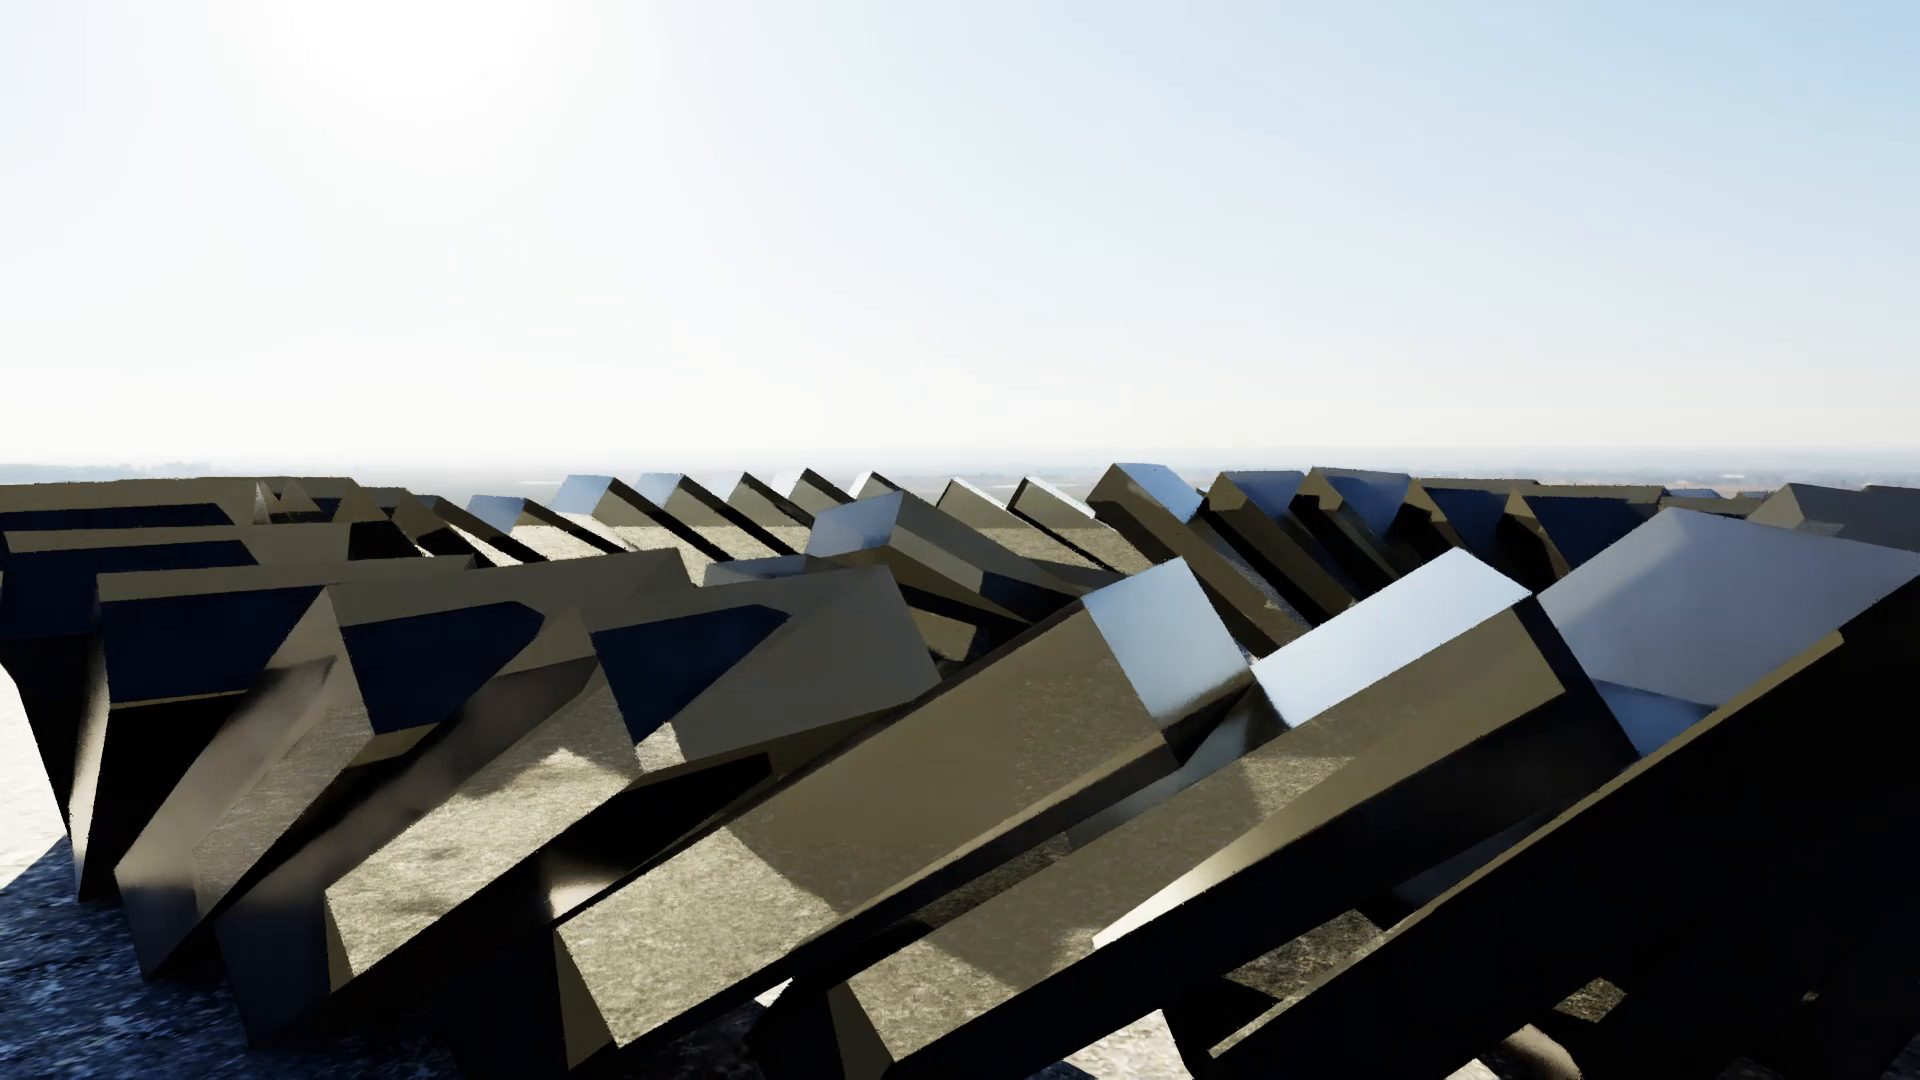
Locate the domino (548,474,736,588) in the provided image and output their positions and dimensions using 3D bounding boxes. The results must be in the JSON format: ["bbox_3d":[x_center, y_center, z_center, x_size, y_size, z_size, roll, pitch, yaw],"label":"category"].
[{"bbox_3d":[-0.065,0.003,0.287,0.050,0.009,0.025,38,-19,-33],"label":"domino"}]

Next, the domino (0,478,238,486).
[{"bbox_3d":[-0.093,0.011,0.156,0.025,0.010,0.050,-2,-33,-8],"label":"domino"}]

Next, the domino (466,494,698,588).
[{"bbox_3d":[-0.078,0.006,0.272,0.025,0.009,0.050,4,-22,46],"label":"domino"}]

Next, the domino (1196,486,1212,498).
[{"bbox_3d":[0.083,0.002,0.328,0.050,0.009,0.025,31,15,18],"label":"domino"}]

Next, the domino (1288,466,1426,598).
[{"bbox_3d":[0.083,0.006,0.225,0.025,0.009,0.050,2,38,-30],"label":"domino"}]

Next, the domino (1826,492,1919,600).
[{"bbox_3d":[0.189,0.009,0.233,0.025,0.009,0.050,-1,34,-15],"label":"domino"}]

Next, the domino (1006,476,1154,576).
[{"bbox_3d":[0.037,0.000,0.335,0.050,0.009,0.025,32,8,7],"label":"domino"}]

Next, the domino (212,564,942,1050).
[{"bbox_3d":[-0.027,0.019,0.088,0.050,0.009,0.025,-35,-17,33],"label":"domino"}]

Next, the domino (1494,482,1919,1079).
[{"bbox_3d":[0.054,0.016,0.091,0.050,0.010,0.025,-38,17,-8],"label":"domino"}]

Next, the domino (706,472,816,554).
[{"bbox_3d":[-0.038,0.001,0.310,0.050,0.009,0.025,35,-13,-24],"label":"domino"}]

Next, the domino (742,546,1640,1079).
[{"bbox_3d":[0.013,0.019,0.081,0.050,0.009,0.025,-33,-3,14],"label":"domino"}]

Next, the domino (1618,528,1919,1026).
[{"bbox_3d":[0.082,0.017,0.109,0.050,0.010,0.025,-37,21,-24],"label":"domino"}]

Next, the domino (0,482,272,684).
[{"bbox_3d":[-0.086,0.013,0.140,0.025,0.009,0.050,-2,-34,-18],"label":"domino"}]

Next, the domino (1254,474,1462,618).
[{"bbox_3d":[0.100,0.001,0.322,0.050,0.009,0.025,34,16,19],"label":"domino"}]

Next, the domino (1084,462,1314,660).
[{"bbox_3d":[0.049,0.005,0.241,0.050,0.009,0.025,44,22,22],"label":"domino"}]

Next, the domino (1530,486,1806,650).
[{"bbox_3d":[0.157,0.005,0.287,0.025,0.009,0.050,-3,34,-31],"label":"domino"}]

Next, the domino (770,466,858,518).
[{"bbox_3d":[-0.024,0.000,0.318,0.050,0.009,0.025,34,-13,-20],"label":"domino"}]

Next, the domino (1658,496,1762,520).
[{"bbox_3d":[0.108,0.013,0.168,0.025,0.009,0.050,3,36,19],"label":"domino"}]

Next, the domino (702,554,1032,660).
[{"bbox_3d":[-0.013,0.014,0.203,0.050,0.009,0.025,20,-18,-42],"label":"domino"}]

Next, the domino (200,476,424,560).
[{"bbox_3d":[-0.098,0.008,0.207,0.025,0.009,0.050,1,-33,11],"label":"domino"}]

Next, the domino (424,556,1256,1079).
[{"bbox_3d":[-0.007,0.019,0.082,0.050,0.009,0.025,-33,-8,20],"label":"domino"}]

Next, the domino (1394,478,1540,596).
[{"bbox_3d":[0.095,0.009,0.208,0.025,0.009,0.050,0,39,-16],"label":"domino"}]

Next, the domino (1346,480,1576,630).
[{"bbox_3d":[0.122,0.002,0.314,0.050,0.009,0.025,38,25,30],"label":"domino"}]

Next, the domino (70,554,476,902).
[{"bbox_3d":[-0.060,0.017,0.111,0.025,0.009,0.050,-3,-25,-38],"label":"domino"}]

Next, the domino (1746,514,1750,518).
[{"bbox_3d":[0.103,0.015,0.146,0.025,0.010,0.050,3,35,33],"label":"domino"}]

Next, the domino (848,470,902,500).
[{"bbox_3d":[-0.005,0.000,0.328,0.050,0.010,0.025,32,-5,-11],"label":"domino"}]

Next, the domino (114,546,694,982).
[{"bbox_3d":[-0.043,0.018,0.097,0.025,0.009,0.050,-8,-23,-49],"label":"domino"}]

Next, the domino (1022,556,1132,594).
[{"bbox_3d":[0.017,0.012,0.248,0.050,0.009,0.025,9,-14,18],"label":"domino"}]

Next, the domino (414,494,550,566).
[{"bbox_3d":[-0.091,0.007,0.253,0.025,0.009,0.050,3,-25,38],"label":"domino"}]

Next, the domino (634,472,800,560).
[{"bbox_3d":[-0.051,0.002,0.298,0.050,0.009,0.025,37,-17,-30],"label":"domino"}]

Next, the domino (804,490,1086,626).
[{"bbox_3d":[0.001,0.008,0.219,0.050,0.009,0.025,30,-24,-32],"label":"domino"}]

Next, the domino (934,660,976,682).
[{"bbox_3d":[-0.002,0.025,0.171,0.025,0.009,0.050,0,4,3],"label":"domino"}]

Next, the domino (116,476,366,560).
[{"bbox_3d":[-0.099,0.009,0.190,0.025,0.009,0.050,-1,-33,7],"label":"domino"}]

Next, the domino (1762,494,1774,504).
[{"bbox_3d":[0.094,0.014,0.130,0.025,0.009,0.050,5,41,35],"label":"domino"}]

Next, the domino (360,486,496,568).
[{"bbox_3d":[-0.095,0.008,0.228,0.025,0.009,0.050,1,-29,18],"label":"domino"}]

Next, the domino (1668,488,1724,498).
[{"bbox_3d":[0.168,0.006,0.270,0.025,0.010,0.050,-2,34,-28],"label":"domino"}]

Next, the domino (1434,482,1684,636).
[{"bbox_3d":[0.140,0.003,0.302,0.025,0.009,0.050,-2,34,-41],"label":"domino"}]

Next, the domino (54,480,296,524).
[{"bbox_3d":[-0.097,0.010,0.173,0.025,0.009,0.050,-1,-33,-1],"label":"domino"}]

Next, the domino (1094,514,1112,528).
[{"bbox_3d":[0.061,0.002,0.333,0.050,0.009,0.025,31,13,14],"label":"domino"}]

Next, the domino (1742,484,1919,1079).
[{"bbox_3d":[0.068,0.016,0.097,0.050,0.009,0.025,-40,19,-13],"label":"domino"}]

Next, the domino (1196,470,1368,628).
[{"bbox_3d":[0.069,0.006,0.235,0.025,0.009,0.050,-3,42,-41],"label":"domino"}]

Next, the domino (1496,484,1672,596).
[{"bbox_3d":[0.102,0.010,0.189,0.025,0.009,0.050,0,38,-4],"label":"domino"}]

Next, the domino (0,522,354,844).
[{"bbox_3d":[-0.074,0.015,0.125,0.025,0.009,0.050,-2,-29,-30],"label":"domino"}]

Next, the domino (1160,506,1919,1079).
[{"bbox_3d":[0.035,0.017,0.084,0.050,0.009,0.025,-35,8,2],"label":"domino"}]

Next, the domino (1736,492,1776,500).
[{"bbox_3d":[0.179,0.007,0.253,0.025,0.010,0.050,-1,33,-22],"label":"domino"}]

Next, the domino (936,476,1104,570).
[{"bbox_3d":[0.018,0.001,0.334,0.050,0.009,0.025,31,5,1],"label":"domino"}]
